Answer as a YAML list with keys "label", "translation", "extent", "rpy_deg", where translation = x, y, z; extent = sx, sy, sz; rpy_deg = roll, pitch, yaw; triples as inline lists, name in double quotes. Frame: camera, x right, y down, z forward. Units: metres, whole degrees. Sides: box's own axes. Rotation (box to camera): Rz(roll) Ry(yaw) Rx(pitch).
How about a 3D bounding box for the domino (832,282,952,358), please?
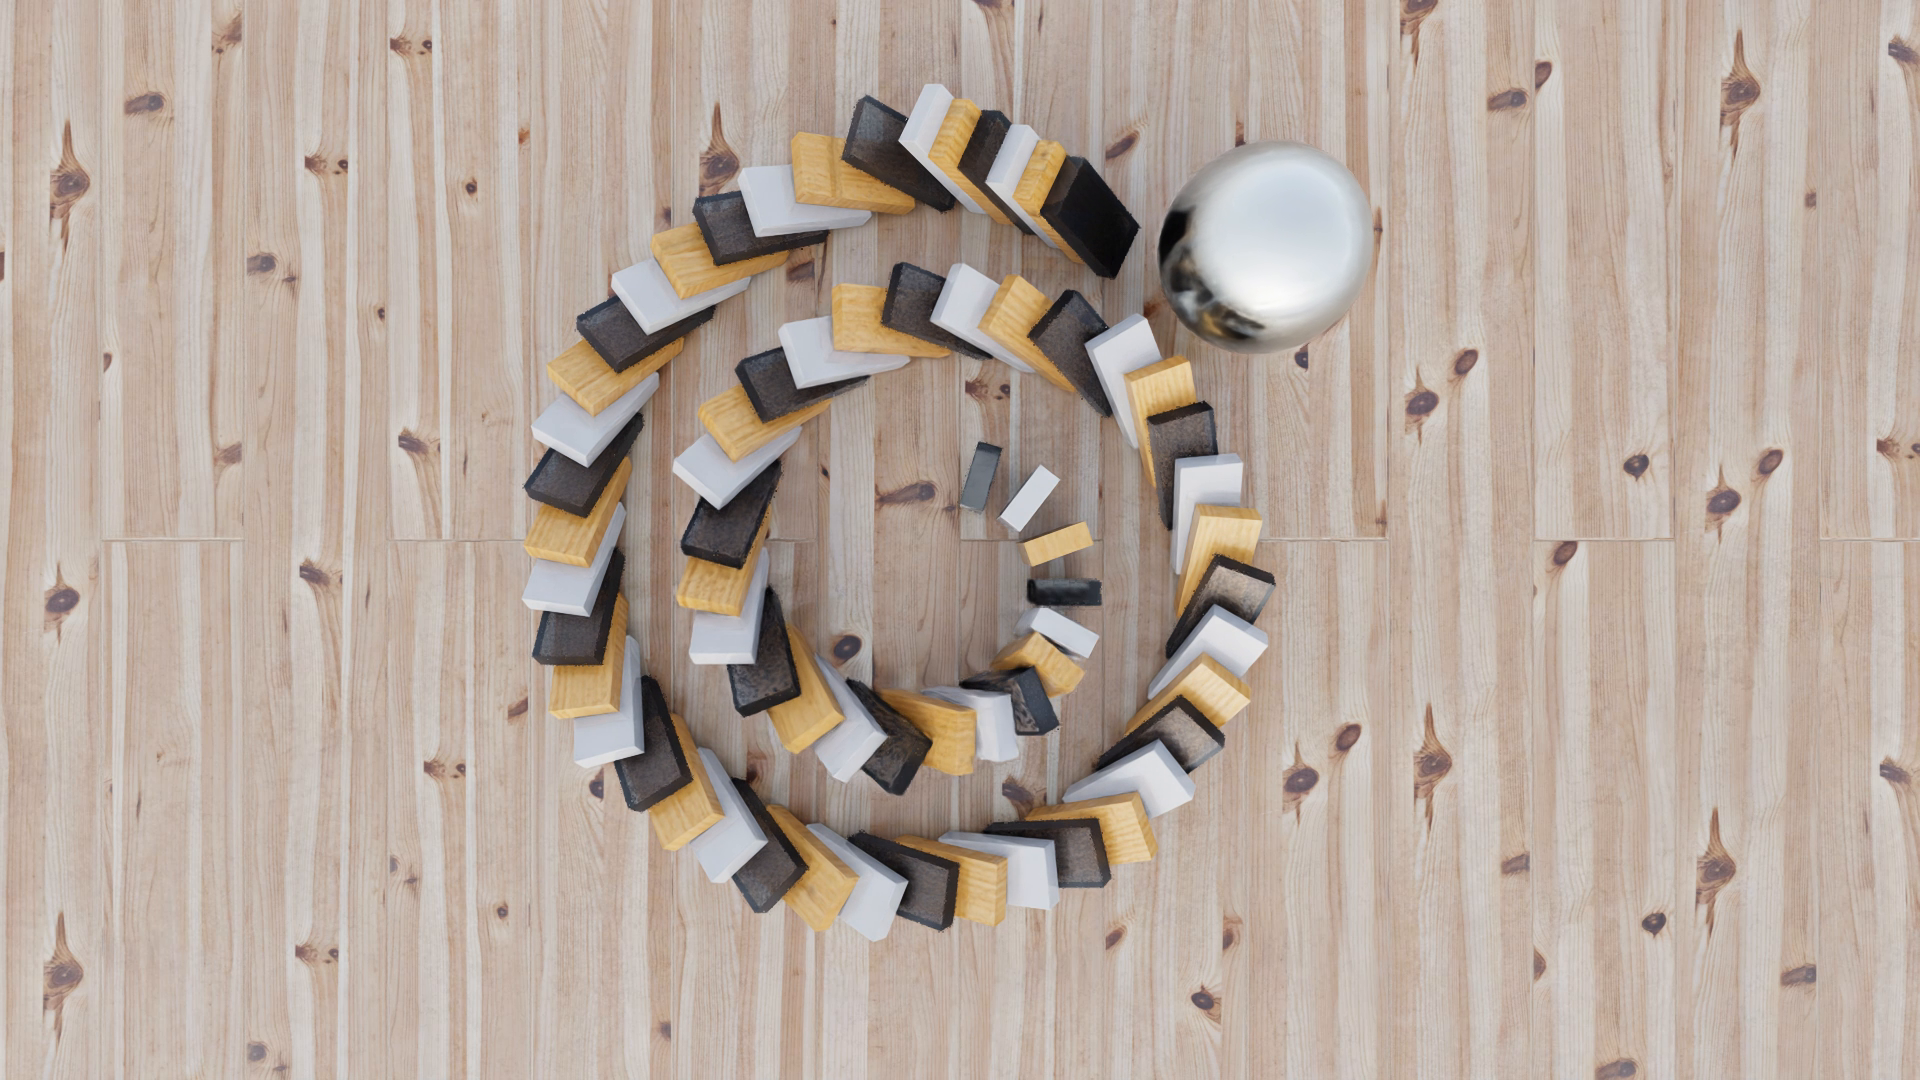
- label: "domino"
  translation: [-0.028, -0.091, 0.383]
  extent: [0.050, 0.010, 0.025]
  rpy_deg: [-3, 90, -32]

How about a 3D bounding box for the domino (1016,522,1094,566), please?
- label: "domino"
  translation: [0.038, 0.001, 0.375]
  extent: [0.025, 0.050, 0.010]
  rpy_deg: [-20, 90, 0]

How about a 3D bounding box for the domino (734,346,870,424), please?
- label: "domino"
  translation: [-0.065, -0.070, 0.383]
  extent: [0.050, 0.010, 0.025]
  rpy_deg: [-28, 90, -31]

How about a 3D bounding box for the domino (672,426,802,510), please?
- label: "domino"
  translation: [-0.092, -0.038, 0.383]
  extent: [0.025, 0.010, 0.050]
  rpy_deg: [40, 58, 0]

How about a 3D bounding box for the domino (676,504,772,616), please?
- label: "domino"
  translation: [-0.098, 0.006, 0.383]
  extent: [0.025, 0.009, 0.050]
  rpy_deg: [11, 59, 0]

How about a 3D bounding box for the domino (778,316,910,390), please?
- label: "domino"
  translation: [-0.048, -0.081, 0.383]
  extent: [0.050, 0.010, 0.025]
  rpy_deg: [-18, 90, -31]

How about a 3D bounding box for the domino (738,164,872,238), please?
- label: "domino"
  translation: [-0.065, -0.143, 0.384]
  extent: [0.050, 0.009, 0.025]
  rpy_deg: [-18, 90, -30]

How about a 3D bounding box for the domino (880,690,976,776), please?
- label: "domino"
  translation: [-0.014, 0.078, 0.378]
  extent: [0.009, 0.050, 0.025]
  rpy_deg: [3, 91, -42]

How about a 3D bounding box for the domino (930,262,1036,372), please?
- label: "domino"
  translation: [0.014, -0.092, 0.383]
  extent: [0.050, 0.010, 0.025]
  rpy_deg: [22, 90, -30]

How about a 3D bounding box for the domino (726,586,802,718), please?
- label: "domino"
  translation: [-0.084, 0.046, 0.382]
  extent: [0.025, 0.009, 0.050]
  rpy_deg: [-21, 56, 0]

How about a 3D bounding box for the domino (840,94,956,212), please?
- label: "domino"
  translation: [-0.022, -0.160, 0.383]
  extent: [0.050, 0.009, 0.025]
  rpy_deg: [17, 88, -31]

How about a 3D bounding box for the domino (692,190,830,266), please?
- label: "domino"
  translation: [-0.083, -0.133, 0.384]
  extent: [0.050, 0.010, 0.025]
  rpy_deg: [-24, 90, -29]

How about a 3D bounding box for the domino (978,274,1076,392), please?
- label: "domino"
  translation: [0.034, -0.086, 0.383]
  extent: [0.050, 0.010, 0.025]
  rpy_deg: [29, 90, -30]

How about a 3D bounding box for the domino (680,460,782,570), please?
- label: "domino"
  translation: [-0.095, -0.014, 0.383]
  extent: [0.025, 0.009, 0.050]
  rpy_deg: [15, 59, 0]

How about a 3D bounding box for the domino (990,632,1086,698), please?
- label: "domino"
  translation: [0.031, 0.053, 0.375]
  extent: [0.025, 0.050, 0.009]
  rpy_deg: [40, 71, -1]

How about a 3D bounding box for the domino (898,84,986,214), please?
- label: "domino"
  translation: [-0.001, -0.160, 0.378]
  extent: [0.009, 0.050, 0.025]
  rpy_deg: [24, 88, 40]

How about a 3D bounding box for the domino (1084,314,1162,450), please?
- label: "domino"
  translation: [0.073, -0.066, 0.383]
  extent: [0.025, 0.009, 0.050]
  rpy_deg: [-31, 121, 0]

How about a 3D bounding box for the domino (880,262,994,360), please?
- label: "domino"
  translation: [-0.007, -0.095, 0.383]
  extent: [0.050, 0.009, 0.025]
  rpy_deg: [13, 90, -31]

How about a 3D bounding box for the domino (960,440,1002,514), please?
- label: "domino"
  translation: [0.008, -0.025, 0.375]
  extent: [0.009, 0.050, 0.025]
  rpy_deg: [17, 90, 0]

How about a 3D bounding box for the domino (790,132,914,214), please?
- label: "domino"
  translation: [-0.044, -0.153, 0.384]
  extent: [0.050, 0.010, 0.025]
  rpy_deg: [-5, 90, -30]

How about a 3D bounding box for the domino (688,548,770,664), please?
- label: "domino"
  translation: [-0.096, 0.027, 0.383]
  extent: [0.025, 0.009, 0.050]
  rpy_deg: [0, 58, 0]

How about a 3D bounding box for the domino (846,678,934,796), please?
- label: "domino"
  translation: [-0.036, 0.081, 0.380]
  extent: [0.050, 0.009, 0.025]
  rpy_deg: [30, 90, 42]

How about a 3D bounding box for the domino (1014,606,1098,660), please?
- label: "domino"
  translation: [0.038, 0.038, 0.375]
  extent: [0.025, 0.050, 0.010]
  rpy_deg: [29, 81, 0]

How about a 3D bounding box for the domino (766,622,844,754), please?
- label: "domino"
  translation: [-0.070, 0.061, 0.382]
  extent: [0.025, 0.010, 0.050]
  rpy_deg: [-36, 54, 0]

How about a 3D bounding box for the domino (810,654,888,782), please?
- label: "domino"
  translation: [-0.054, 0.073, 0.381]
  extent: [0.025, 0.009, 0.050]
  rpy_deg: [-47, 51, 0]

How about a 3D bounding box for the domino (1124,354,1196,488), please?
- label: "domino"
  translation: [0.087, -0.049, 0.383]
  extent: [0.025, 0.009, 0.050]
  rpy_deg: [-20, 120, -1]

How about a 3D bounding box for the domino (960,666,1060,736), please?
- label: "domino"
  translation: [0.019, 0.067, 0.376]
  extent: [0.010, 0.050, 0.025]
  rpy_deg: [-24, 91, -28]

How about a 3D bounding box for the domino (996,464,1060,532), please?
- label: "domino"
  translation: [0.027, -0.016, 0.375]
  extent: [0.009, 0.050, 0.025]
  rpy_deg: [38, 90, 0]

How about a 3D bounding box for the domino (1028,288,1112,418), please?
- label: "domino"
  translation: [0.054, -0.078, 0.383]
  extent: [0.050, 0.010, 0.025]
  rpy_deg: [40, 90, -31]

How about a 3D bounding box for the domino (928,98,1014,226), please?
- label: "domino"
  translation: [0.010, -0.155, 0.378]
  extent: [0.009, 0.050, 0.025]
  rpy_deg: [24, 90, 40]

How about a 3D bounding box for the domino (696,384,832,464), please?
- label: "domino"
  translation: [-0.081, -0.056, 0.383]
  extent: [0.050, 0.010, 0.025]
  rpy_deg: [-37, 89, -31]

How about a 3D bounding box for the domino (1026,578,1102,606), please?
- label: "domino"
  translation: [0.042, 0.021, 0.375]
  extent: [0.025, 0.050, 0.010]
  rpy_deg: [1, 88, 0]

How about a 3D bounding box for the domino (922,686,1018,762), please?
- label: "domino"
  translation: [0.003, 0.075, 0.377]
  extent: [0.010, 0.050, 0.025]
  rpy_deg: [-7, 90, -35]

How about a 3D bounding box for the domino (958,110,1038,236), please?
- label: "domino"
  translation: [0.022, -0.150, 0.378]
  extent: [0.009, 0.050, 0.025]
  rpy_deg: [24, 90, 40]
